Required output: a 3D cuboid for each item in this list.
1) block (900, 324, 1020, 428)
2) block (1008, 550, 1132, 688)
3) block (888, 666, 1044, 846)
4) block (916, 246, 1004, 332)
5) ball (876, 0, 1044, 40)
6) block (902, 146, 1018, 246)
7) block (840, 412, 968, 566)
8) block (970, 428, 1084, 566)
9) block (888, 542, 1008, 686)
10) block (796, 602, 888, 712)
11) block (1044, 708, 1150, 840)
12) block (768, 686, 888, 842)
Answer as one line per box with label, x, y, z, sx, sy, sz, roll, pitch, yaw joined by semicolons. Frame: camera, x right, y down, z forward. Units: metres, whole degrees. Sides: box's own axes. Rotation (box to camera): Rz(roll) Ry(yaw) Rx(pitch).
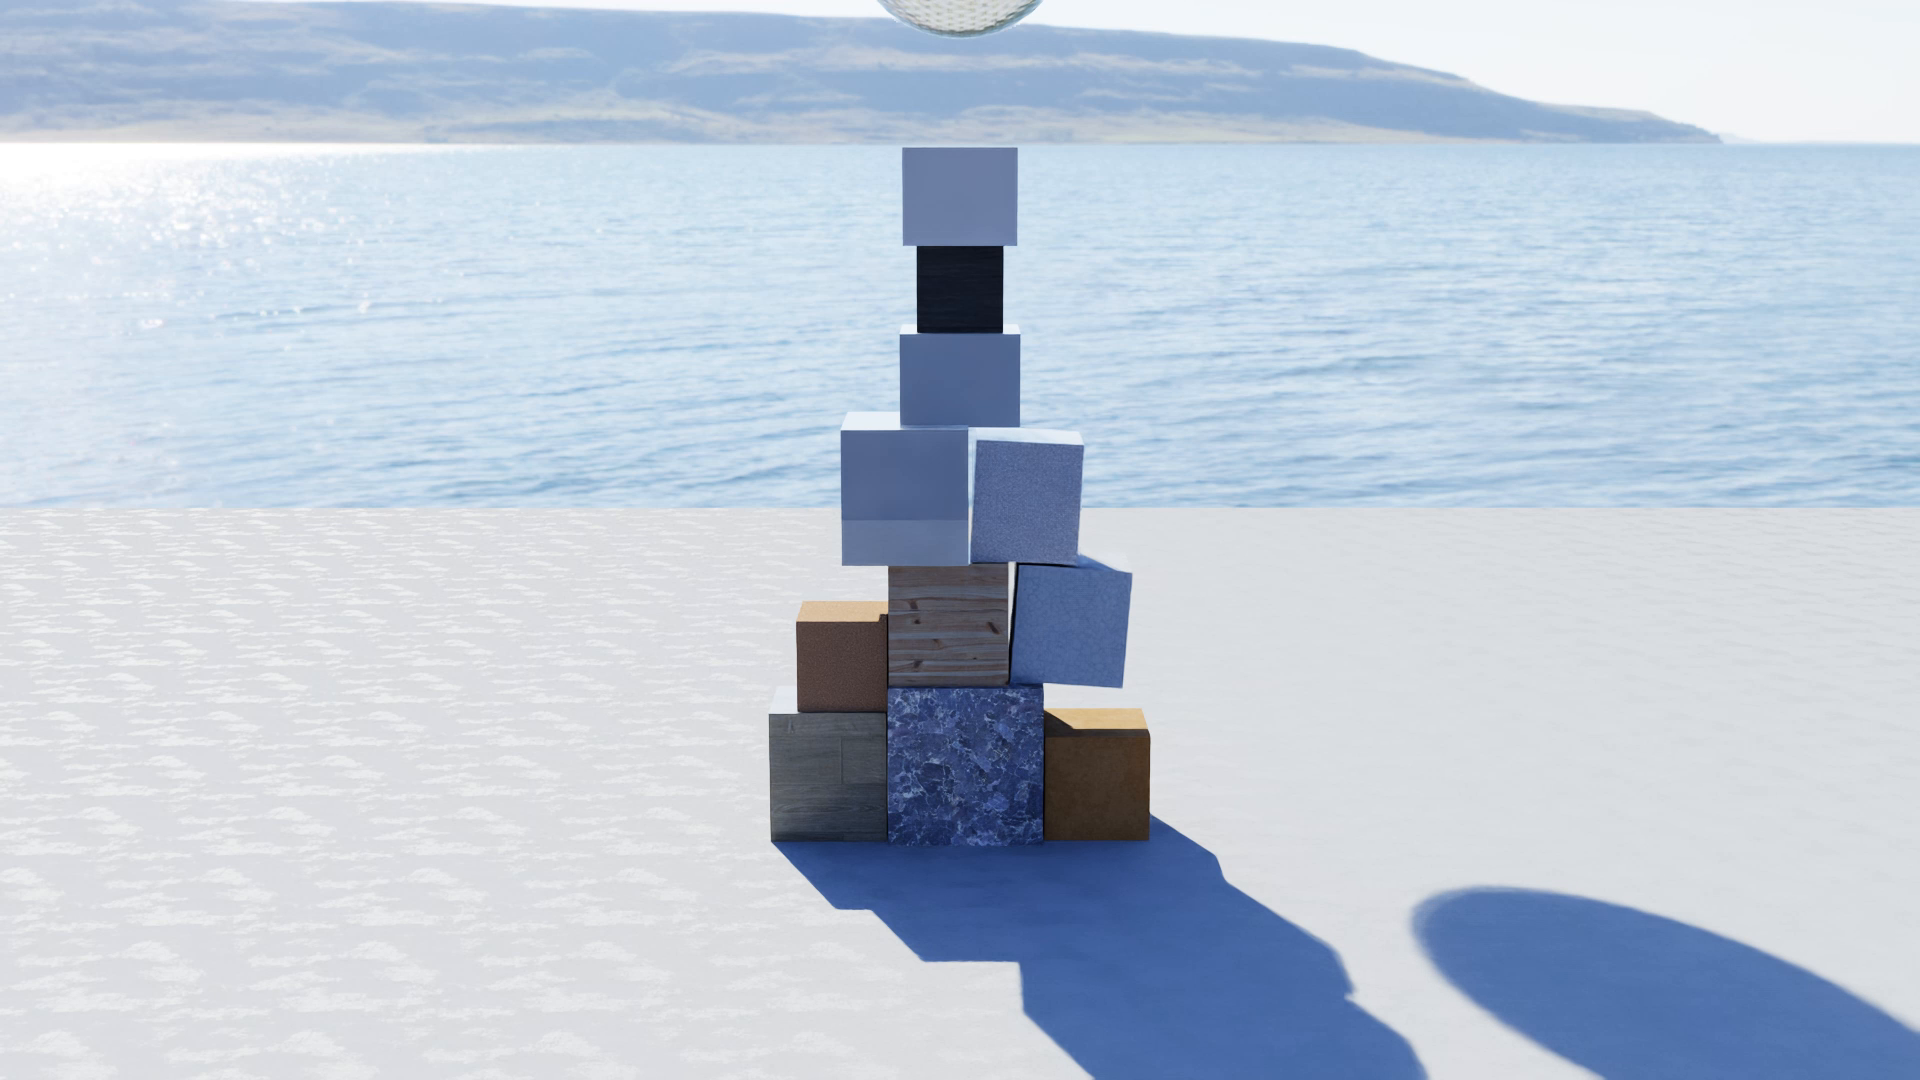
block;0.000;-0.830;11.049;0.591;0.460;0.567;0;10;0
block;0.557;0.388;11.271;0.567;0.598;0.531;4;10;-1
block;0.029;1.079;11.362;0.779;0.813;0.699;0;10;0
block;0.000;-1.264;10.958;0.426;0.425;0.377;0;10;0
ball;0.000;-4.375;15.624;1.600;1.600;1.600;0;10;0
block;0.000;-1.705;10.881;0.557;0.471;0.535;0;10;0
block;-0.270;-0.270;11.139;0.626;0.675;0.736;0;10;0
block;0.332;-0.230;11.142;0.531;0.604;0.509;3;10;0
block;-0.057;0.371;11.242;0.599;0.622;0.618;0;10;0
block;-0.593;0.591;11.273;0.454;0.464;0.490;0;10;0
block;0.695;1.208;11.406;0.533;0.542;0.574;0;10;0
block;-0.666;1.149;11.373;0.590;0.670;0.570;0;10;0
